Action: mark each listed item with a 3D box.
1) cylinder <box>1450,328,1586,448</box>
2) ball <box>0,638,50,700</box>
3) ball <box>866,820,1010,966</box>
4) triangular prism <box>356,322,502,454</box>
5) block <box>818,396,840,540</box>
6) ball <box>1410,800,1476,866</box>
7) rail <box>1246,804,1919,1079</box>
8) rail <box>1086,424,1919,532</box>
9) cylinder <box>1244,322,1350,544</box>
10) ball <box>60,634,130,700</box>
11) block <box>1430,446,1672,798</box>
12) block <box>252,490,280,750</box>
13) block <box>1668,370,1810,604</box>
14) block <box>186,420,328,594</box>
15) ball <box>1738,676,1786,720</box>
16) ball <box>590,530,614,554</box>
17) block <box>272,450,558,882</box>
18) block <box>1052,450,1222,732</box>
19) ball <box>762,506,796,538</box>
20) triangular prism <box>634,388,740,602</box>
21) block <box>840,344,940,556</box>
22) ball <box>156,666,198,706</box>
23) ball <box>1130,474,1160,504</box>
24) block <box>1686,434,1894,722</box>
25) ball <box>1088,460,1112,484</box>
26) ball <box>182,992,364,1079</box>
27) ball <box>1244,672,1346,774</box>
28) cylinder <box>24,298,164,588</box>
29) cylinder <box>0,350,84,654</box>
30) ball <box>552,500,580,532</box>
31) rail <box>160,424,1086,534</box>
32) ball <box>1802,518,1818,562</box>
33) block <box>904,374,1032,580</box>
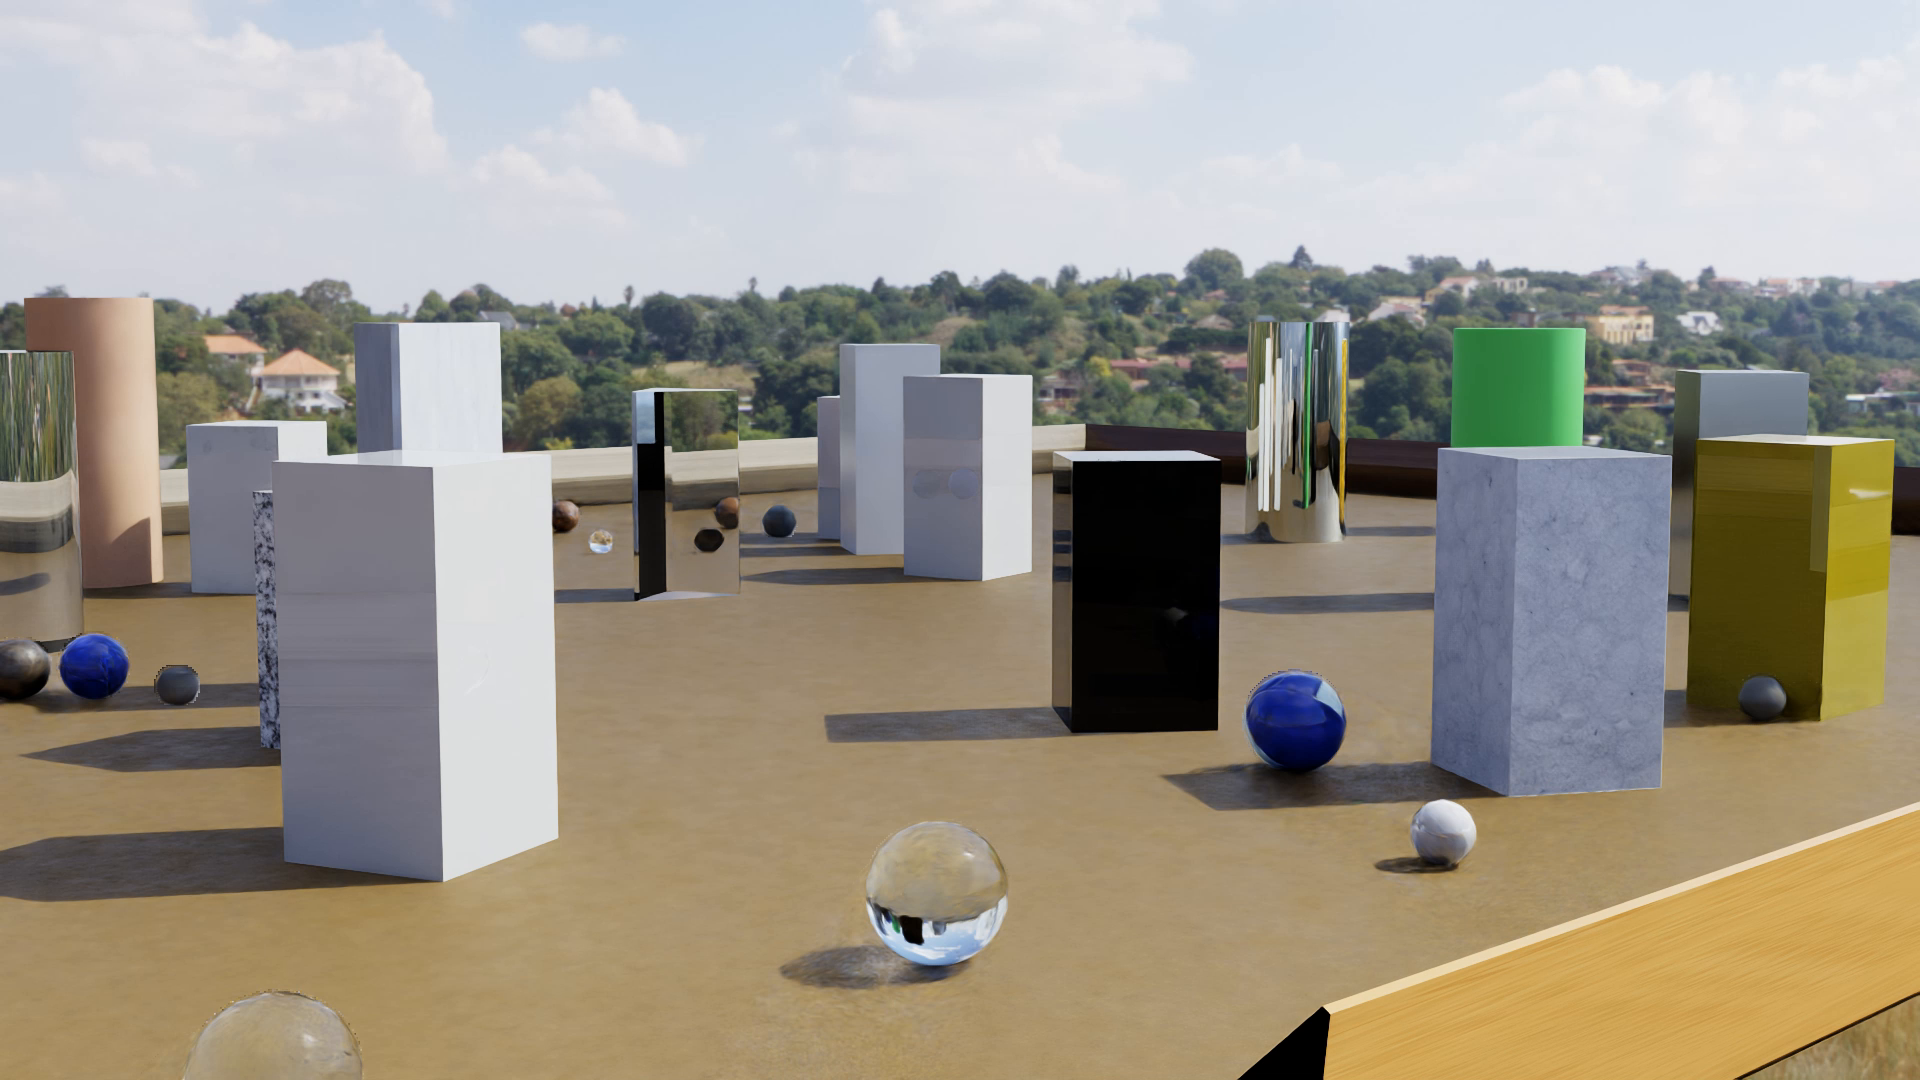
[{"bbox_3d":[0.855,-0.116,3.382,0.196,0.416,0.196,0,6,0],"label":"cylinder"},{"bbox_3d":[-1.081,0.148,2.521,0.070,0.070,0.070,0,6,0],"label":"ball"},{"bbox_3d":[-0.016,0.241,1.500,0.098,0.098,0.098,0,6,0],"label":"ball"},{"bbox_3d":[-0.654,-0.041,2.600,0.147,0.429,0.170,4,7,31],"label":"triangular prism"},{"bbox_3d":[-0.171,-0.144,4.324,0.157,0.276,0.157,3,7,29],"label":"block"},{"bbox_3d":[0.389,0.235,1.770,0.052,0.052,0.052,0,6,0],"label":"ball"},{"bbox_3d":[1.227,0.171,2.010,4.332,0.128,0.045,-5,8,-42],"label":"rail"},{"bbox_3d":[1.574,-0.118,4.777,0.045,0.128,3.665,-5,8,-42],"label":"rail"},{"bbox_3d":[0.657,-0.214,4.290,0.196,0.421,0.196,0,6,0],"label":"cylinder"},{"bbox_3d":[-0.993,0.145,2.523,0.075,0.075,0.075,0,6,0],"label":"ball"},{"bbox_3d":[0.560,0.071,2.096,0.157,0.311,0.157,-2,6,-14],"label":"block"},{"bbox_3d":[-0.608,0.078,2.266,0.157,0.262,0.157,3,7,30],"label":"block"},{"bbox_3d":[1.188,-0.082,3.363,0.157,0.351,0.157,0,6,5],"label":"block"},{"bbox_3d":[-1.122,-0.055,3.524,0.157,0.265,0.157,1,6,11],"label":"block"},{"bbox_3d":[0.873,0.172,2.393,0.049,0.049,0.049,0,6,0],"label":"ball"},{"bbox_3d":[-0.657,0.003,4.028,0.044,0.044,0.044,0,6,0],"label":"ball"},{"bbox_3d":[-0.443,0.095,1.804,0.157,0.325,0.157,3,7,24],"label":"block"},{"bbox_3d":[0.189,0.052,2.393,0.157,0.288,0.157,-1,6,-5],"label":"block"},{"bbox_3d":[-0.354,-0.036,4.304,0.064,0.064,0.064,0,6,0],"label":"ball"},{"bbox_3d":[-0.453,-0.076,3.462,0.170,0.321,0.147,-3,7,-26],"label":"triangular prism"},{"bbox_3d":[-0.131,-0.172,4.083,0.157,0.381,0.157,-1,6,-14],"label":"block"},{"bbox_3d":[-0.883,0.165,2.482,0.045,0.045,0.045,0,6,0],"label":"ball"},{"bbox_3d":[0.424,-0.118,5.067,0.069,0.069,0.069,0,6,0],"label":"ball"},{"bbox_3d":[0.937,0.036,2.482,0.157,0.300,0.157,-6,8,-44],"label":"block"},{"bbox_3d":[0.359,-0.174,5.623,0.065,0.065,0.065,0,6,0],"label":"ball"},{"bbox_3d":[-0.358,0.282,1.147,0.090,0.090,0.090,0,6,0],"label":"ball"},{"bbox_3d":[0.324,0.176,2.121,0.097,0.097,0.097,0,6,0],"label":"ball"},{"bbox_3d":[-1.417,-0.163,3.603,0.196,0.464,0.196,0,6,0],"label":"cylinder"},{"bbox_3d":[-1.266,-0.052,2.898,0.196,0.390,0.196,0,6,0],"label":"cylinder"},{"bbox_3d":[-0.798,-0.048,4.428,0.063,0.063,0.063,0,6,0],"label":"ball"},{"bbox_3d":[-1.227,-0.105,4.654,4.332,0.128,0.045,-5,8,-42],"label":"rail"},{"bbox_3d":[1.456,0.000,3.850,0.087,0.087,0.087,0,6,0],"label":"ball"},{"bbox_3d":[0.014,-0.110,3.717,0.157,0.335,0.157,4,7,33],"label":"block"}]
